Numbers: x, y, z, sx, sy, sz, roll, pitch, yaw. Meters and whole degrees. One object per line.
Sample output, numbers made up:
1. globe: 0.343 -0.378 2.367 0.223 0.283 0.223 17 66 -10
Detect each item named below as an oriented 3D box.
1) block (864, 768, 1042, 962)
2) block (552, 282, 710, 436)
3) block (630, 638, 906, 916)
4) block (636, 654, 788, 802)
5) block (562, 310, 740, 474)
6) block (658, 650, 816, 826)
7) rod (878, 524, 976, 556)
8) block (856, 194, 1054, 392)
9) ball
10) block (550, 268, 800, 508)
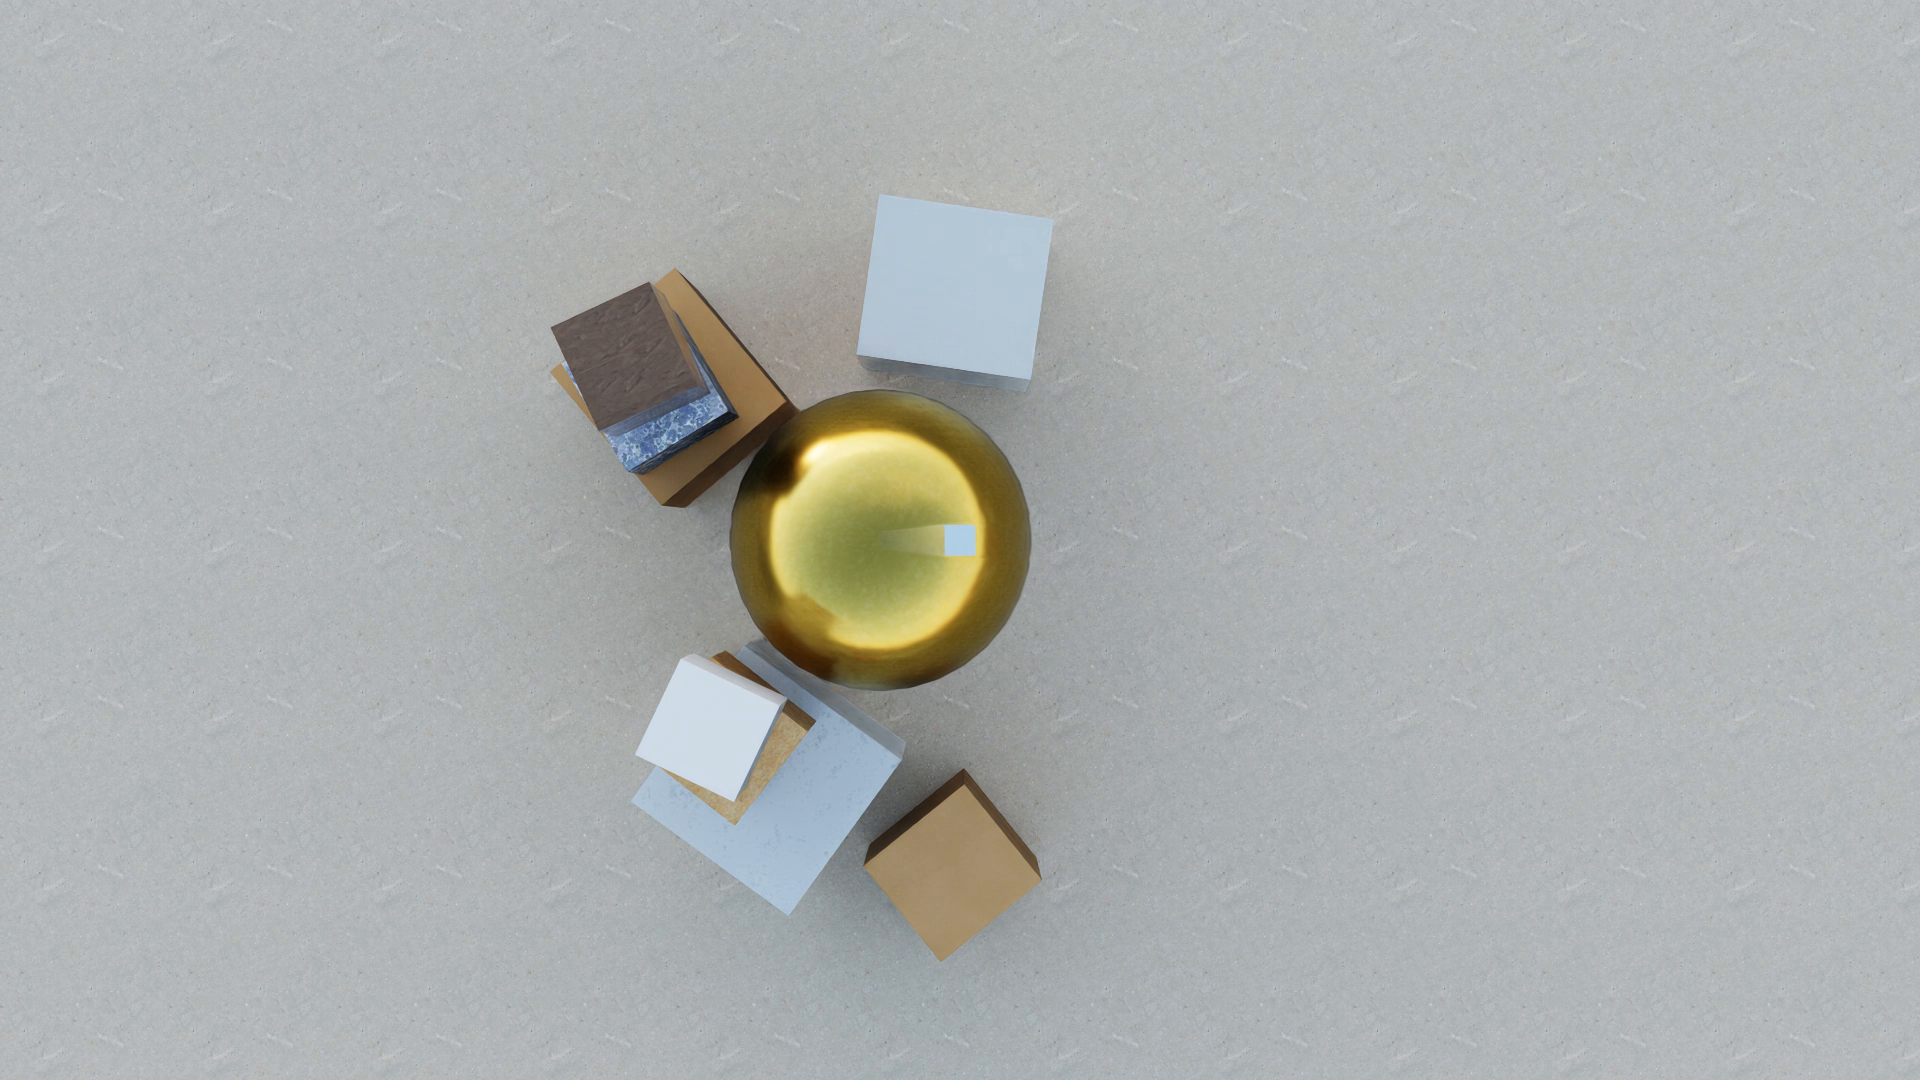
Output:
1. block: -0.041 1.840 12.569 0.719 0.861 0.683 -39 90 0
2. block: -1.652 -0.902 11.104 0.536 0.582 0.564 -25 90 0
3. block: -1.054 1.308 12.478 1.060 1.045 1.048 36 90 0
4. block: -1.235 0.930 11.010 0.536 0.524 0.520 25 90 0
5. block: -1.633 -0.793 11.682 0.615 0.574 0.657 -31 90 0
6. block: -1.214 1.032 11.614 0.626 0.683 0.611 38 90 0
7. rod: -0.180 0.000 8.242 0.080 5.200 0.080 0 90 -4
8. block: -0.027 -1.381 12.497 0.960 1.005 0.884 8 90 0
9. ball: -0.416 0.000 11.634 1.600 1.600 1.600 0 90 0
10. block: -1.589 -0.835 12.484 0.887 1.031 0.947 -40 90 0
